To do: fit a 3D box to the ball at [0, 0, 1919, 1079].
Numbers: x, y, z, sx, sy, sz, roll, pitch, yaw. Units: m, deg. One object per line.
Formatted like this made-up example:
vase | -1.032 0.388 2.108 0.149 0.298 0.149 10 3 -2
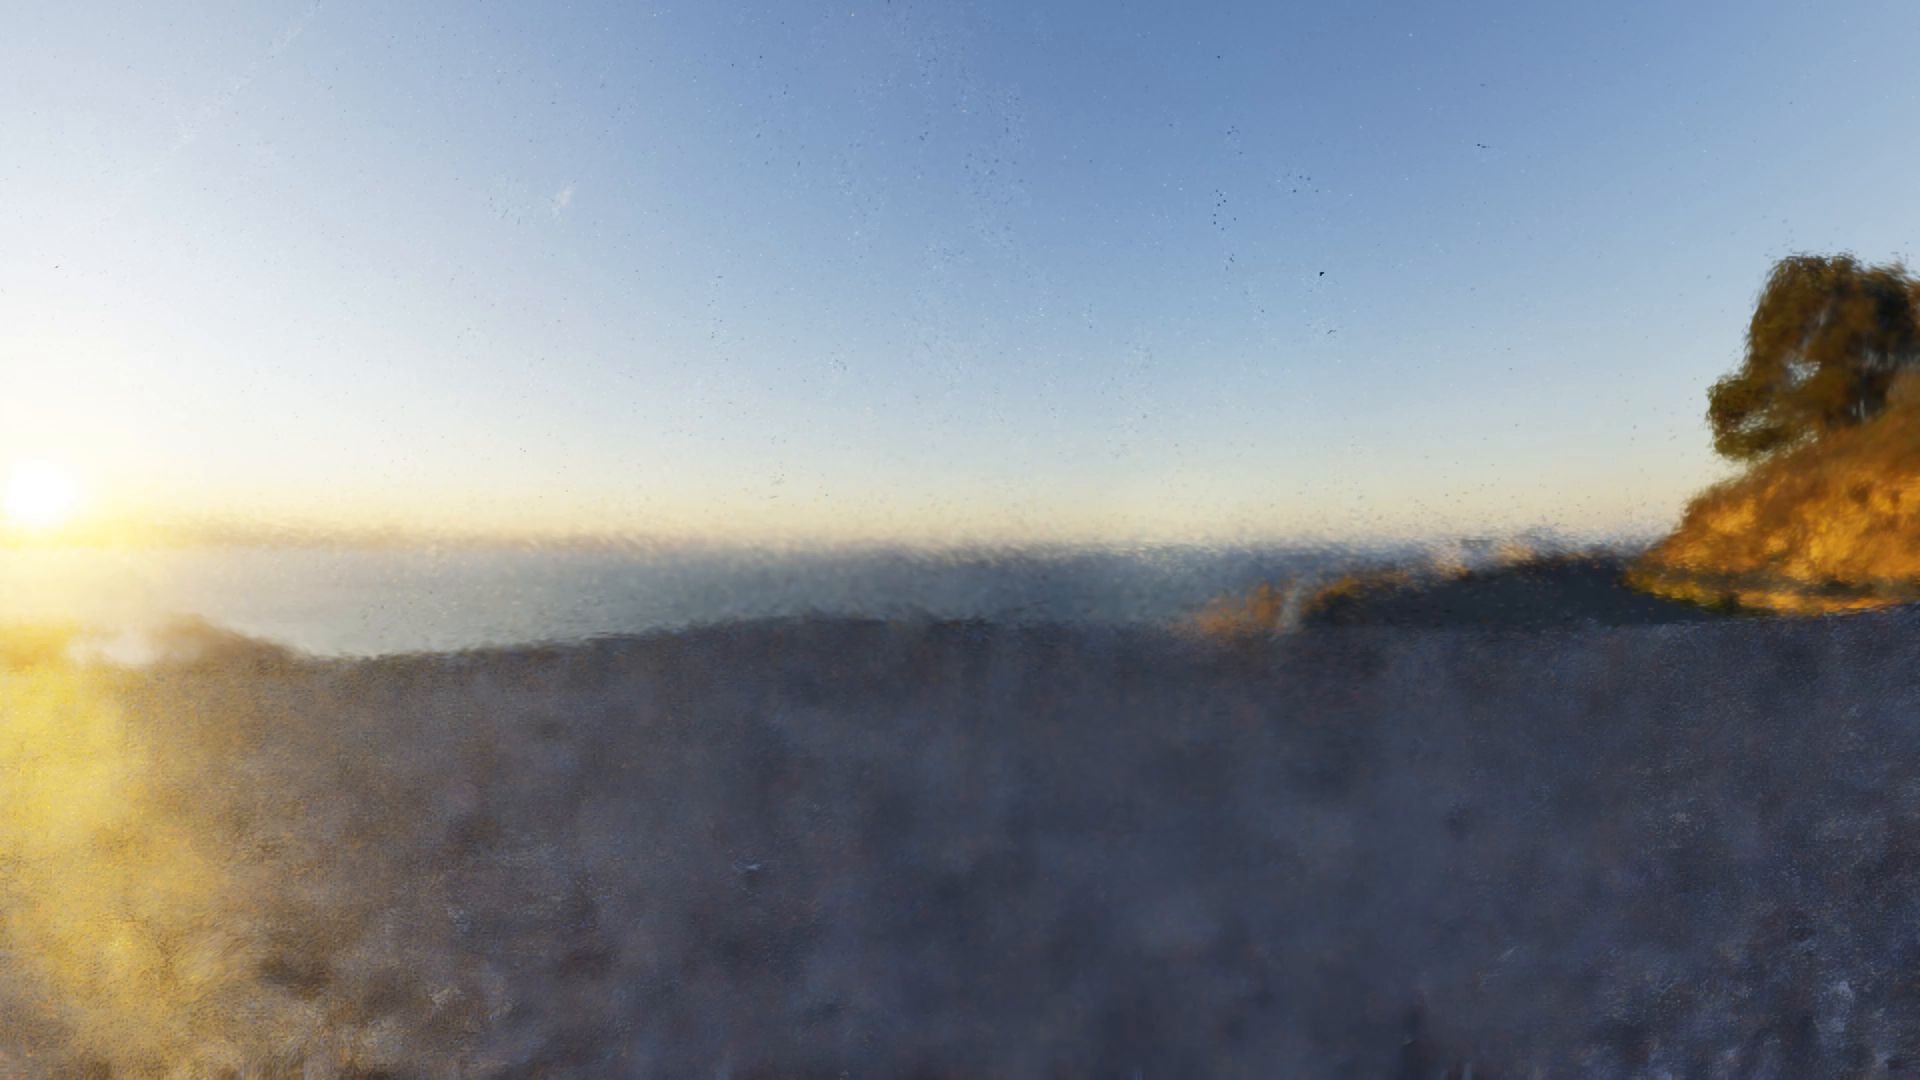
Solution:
ball | 0.000 -0.002 0.056 0.080 0.080 0.080 0 4 0
